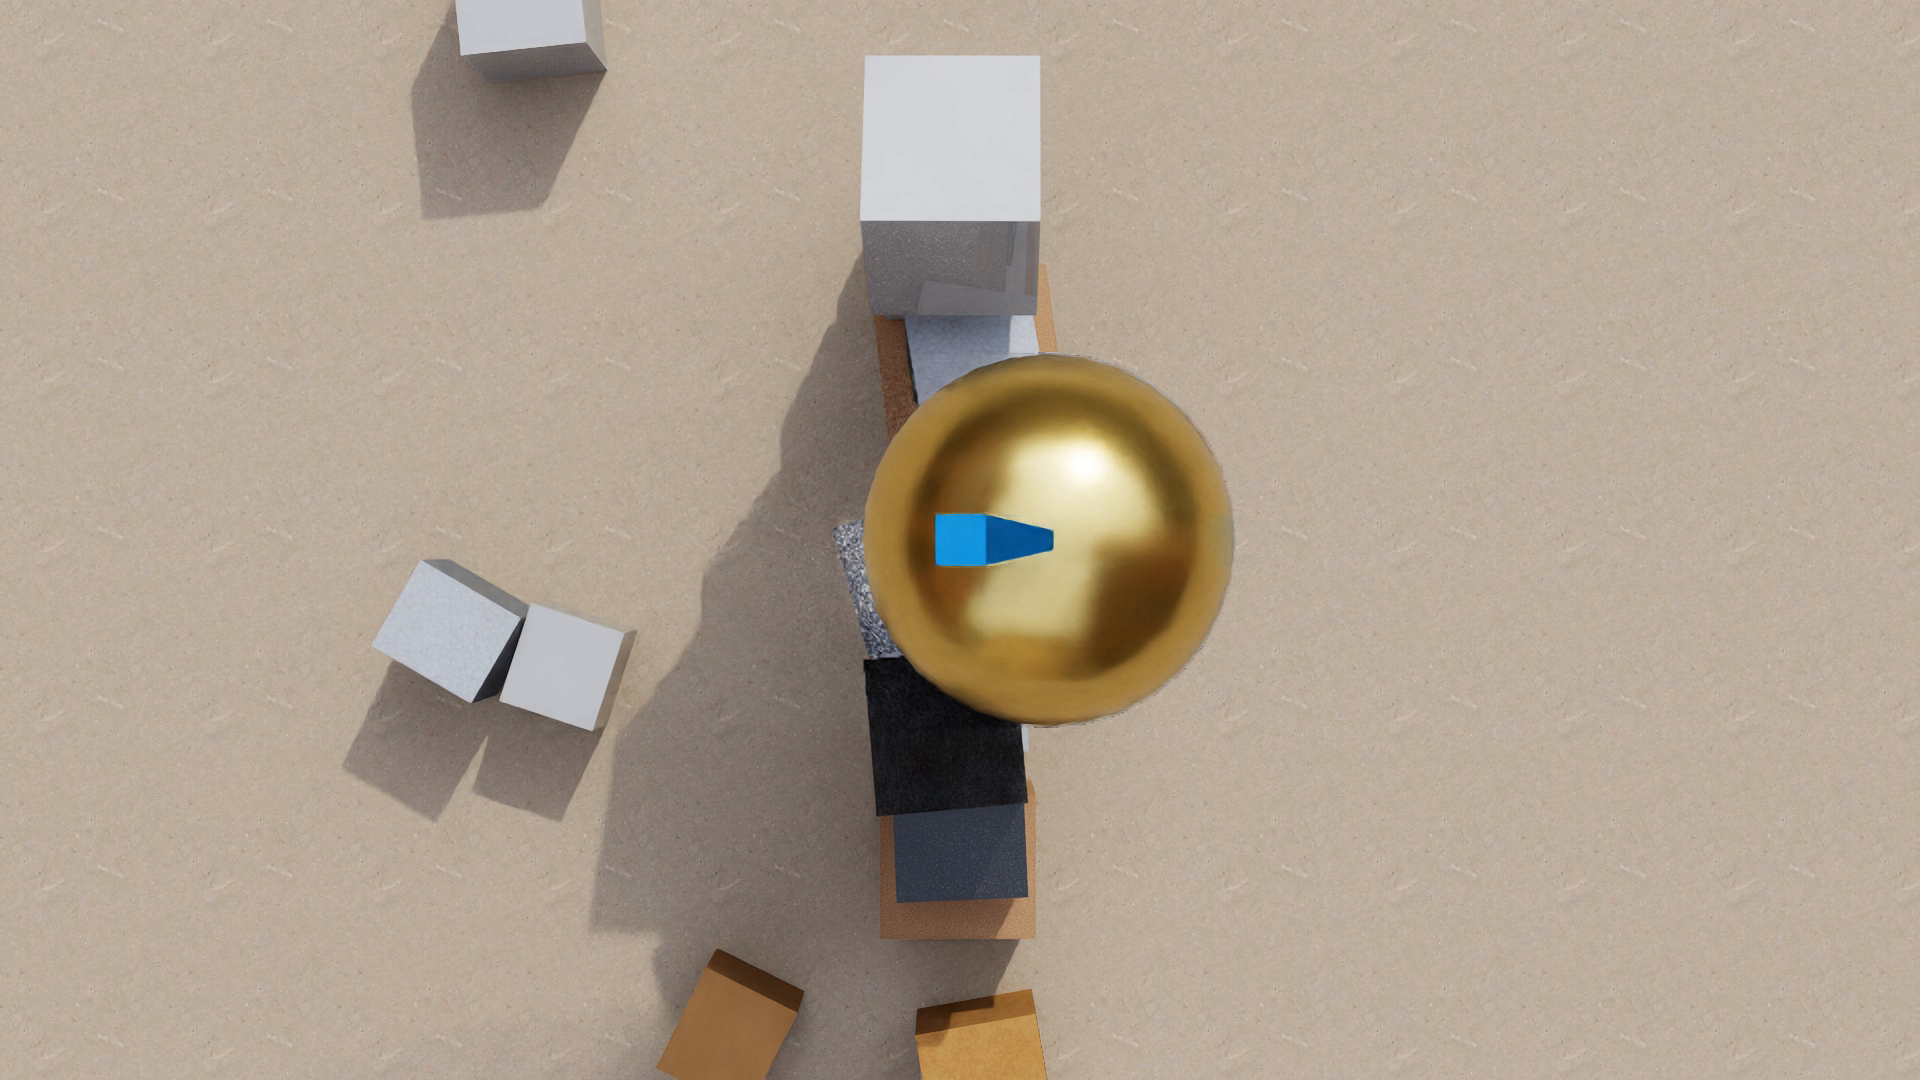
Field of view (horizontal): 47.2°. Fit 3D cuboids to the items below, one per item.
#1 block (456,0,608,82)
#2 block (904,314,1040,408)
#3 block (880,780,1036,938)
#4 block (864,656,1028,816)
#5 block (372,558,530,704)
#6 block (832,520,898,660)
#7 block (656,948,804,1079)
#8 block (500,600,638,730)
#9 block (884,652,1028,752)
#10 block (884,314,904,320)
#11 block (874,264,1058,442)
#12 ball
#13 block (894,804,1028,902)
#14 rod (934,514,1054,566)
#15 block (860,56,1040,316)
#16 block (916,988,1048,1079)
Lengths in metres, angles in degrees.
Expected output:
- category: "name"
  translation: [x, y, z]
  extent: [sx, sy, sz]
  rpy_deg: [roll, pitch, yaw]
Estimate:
- category: "block"
  translation: [-2.475, -3.124, 12.632]
  extent: [0.703, 0.736, 0.772]
  rpy_deg: [-6, 90, 0]
- category: "block"
  translation: [0.076, -0.822, 11.059]
  extent: [0.624, 0.628, 0.567]
  rpy_deg: [-9, 78, -2]
- category: "block"
  translation: [-0.012, 1.821, 12.625]
  extent: [0.867, 0.751, 0.802]
  rpy_deg: [0, 90, 0]
- category: "block"
  translation: [-0.072, 0.969, 11.140]
  extent: [0.744, 0.701, 0.768]
  rpy_deg: [-5, 85, -1]
- category: "block"
  translation: [-2.879, 0.514, 12.658]
  extent: [0.648, 0.684, 0.554]
  rpy_deg: [30, 90, 0]
- category: "block"
  translation: [-0.196, 0.164, 11.123]
  extent: [0.701, 0.804, 0.668]
  rpy_deg: [-16, 90, 0]
- category: "block"
  translation: [-1.318, 2.825, 12.708]
  extent: [0.577, 0.585, 0.638]
  rpy_deg: [26, 90, 0]
- category: "block"
  translation: [-2.259, 0.720, 12.738]
  extent: [0.557, 0.525, 0.585]
  rpy_deg: [18, 90, 0]
- category: "block"
  translation: [-0.021, 0.781, 11.904]
  extent: [0.742, 0.755, 0.678]
  rpy_deg: [-2, 90, 0]
- category: "block"
  translation: [-0.017, -1.654, 11.160]
  extent: [0.764, 0.836, 0.758]
  rpy_deg: [-1, 70, 1]
- category: "block"
  translation: [0.044, -0.855, 11.845]
  extent: [0.926, 0.893, 0.911]
  rpy_deg: [-7, 77, -2]
- category: "ball"
  translation: [0.377, 0.000, 9.455]
  extent: [1.600, 1.600, 1.600]
  rpy_deg: [0, 90, 0]
- category: "block"
  translation: [-0.004, 1.520, 11.849]
  extent: [0.685, 0.789, 0.754]
  rpy_deg: [-2, 87, 0]
- category: "rod"
  translation: [0.164, 0.000, 6.062]
  extent: [0.080, 5.200, 0.080]
  rpy_deg: [0, 90, 4]
- category: "block"
  translation: [-0.032, -1.633, 10.221]
  extent: [0.792, 0.890, 0.855]
  rpy_deg: [0, 68, 1]
- category: "block"
  translation: [0.151, 3.081, 12.654]
  extent: [0.685, 0.693, 0.750]
  rpy_deg: [-10, 90, 0]
